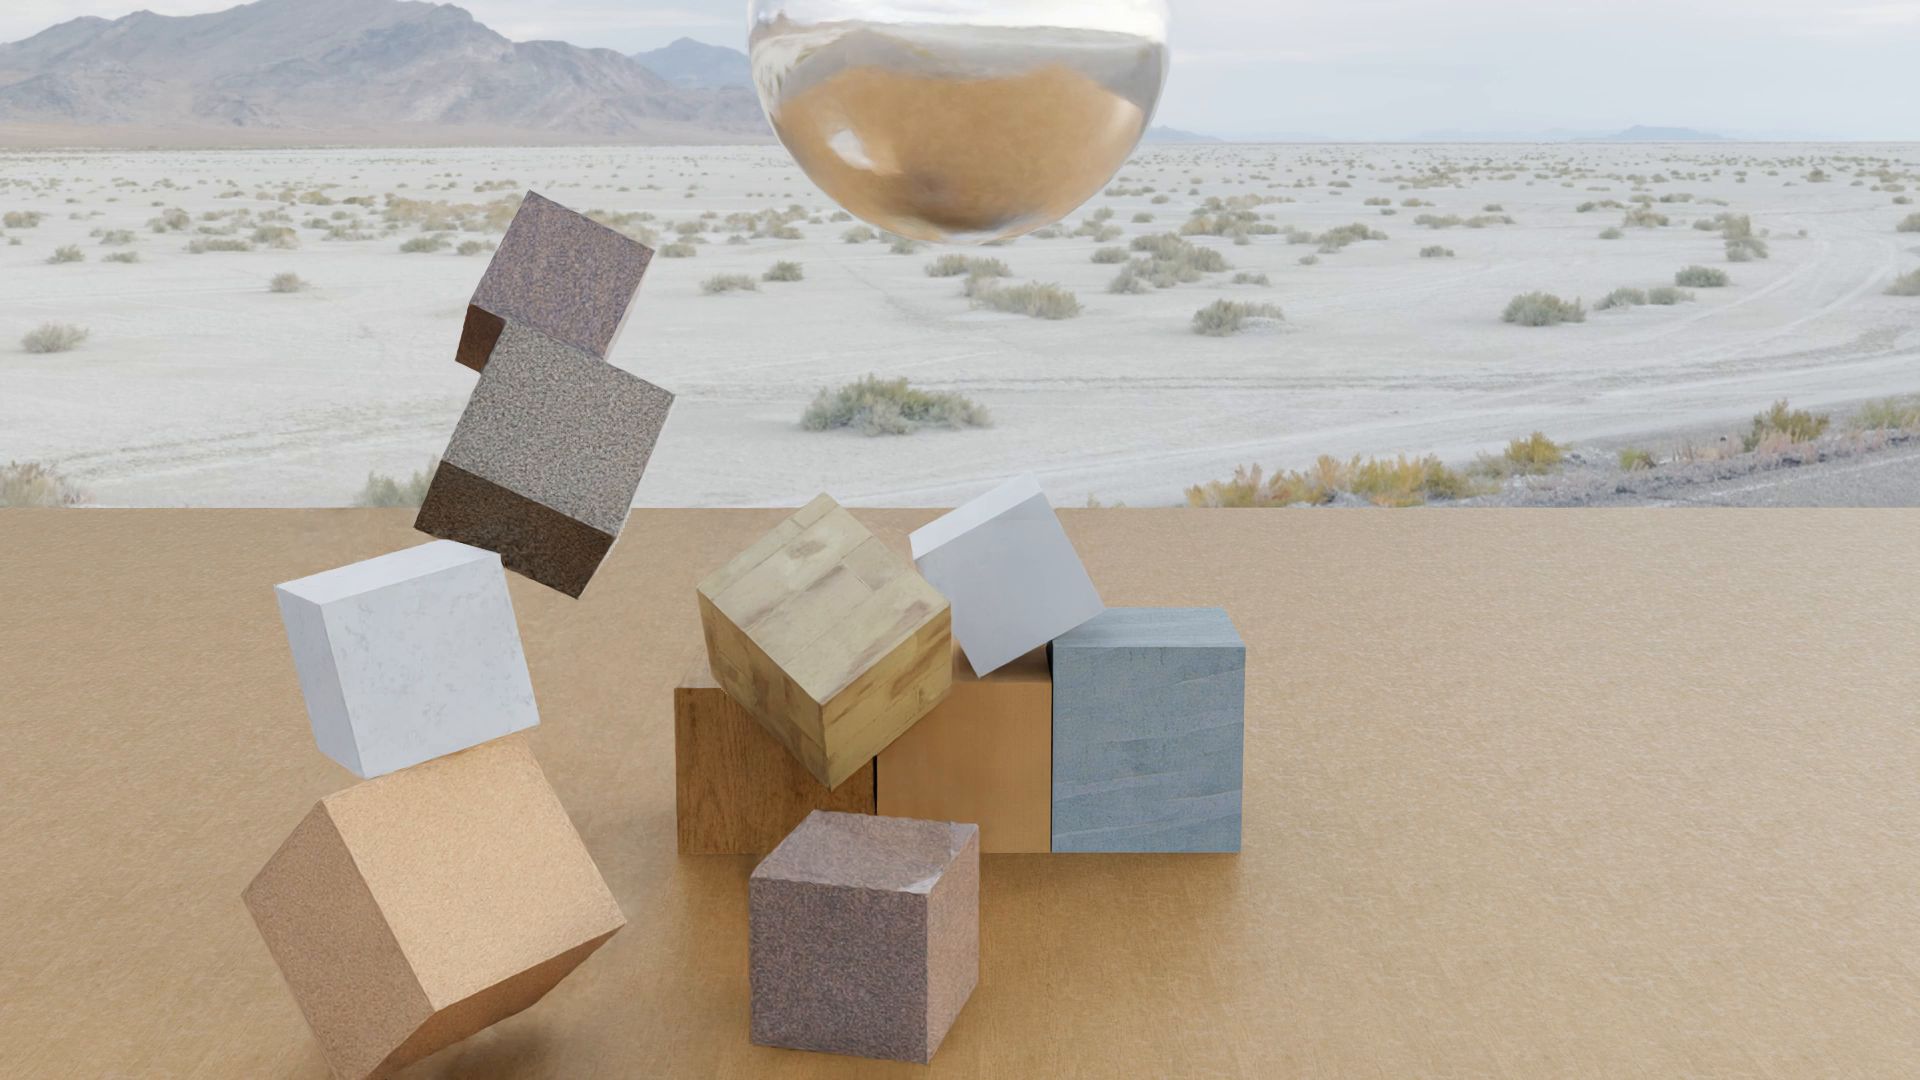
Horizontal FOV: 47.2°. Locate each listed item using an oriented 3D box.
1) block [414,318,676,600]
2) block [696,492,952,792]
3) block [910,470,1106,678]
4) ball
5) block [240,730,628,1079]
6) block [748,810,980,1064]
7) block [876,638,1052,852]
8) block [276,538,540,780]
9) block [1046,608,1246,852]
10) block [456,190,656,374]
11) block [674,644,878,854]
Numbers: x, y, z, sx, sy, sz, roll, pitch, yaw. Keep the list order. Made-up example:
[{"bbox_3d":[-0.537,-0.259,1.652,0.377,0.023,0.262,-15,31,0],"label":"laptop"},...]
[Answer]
[{"bbox_3d":[-1.947,-0.366,10.291,0.838,0.794,0.812,25,-29,-12],"label":"block"},{"bbox_3d":[-0.632,0.483,10.483,0.794,0.801,0.882,-38,63,-23],"label":"block"},{"bbox_3d":[0.230,0.158,11.193,0.718,0.681,0.725,-28,11,2],"label":"block"},{"bbox_3d":[0.000,-1.911,8.249,1.600,1.600,1.600,0,10,0],"label":"ball"},{"bbox_3d":[-1.994,1.393,8.317,0.877,0.868,0.846,-19,-17,-46],"label":"block"},{"bbox_3d":[-0.371,1.577,8.860,0.718,0.695,0.811,3,12,14],"label":"block"},{"bbox_3d":[0.018,1.046,11.375,0.862,0.873,0.966,0,10,0],"label":"block"},{"bbox_3d":[-2.107,0.434,8.374,0.681,0.669,0.696,-17,13,-28],"label":"block"},{"bbox_3d":[0.931,0.959,11.347,0.944,1.053,0.935,0,10,0],"label":"block"},{"bbox_3d":[-1.997,-1.150,10.824,0.666,0.689,0.664,25,-26,-8],"label":"block"},{"bbox_3d":[-0.916,1.060,11.356,0.980,0.852,0.959,0,10,0],"label":"block"}]
